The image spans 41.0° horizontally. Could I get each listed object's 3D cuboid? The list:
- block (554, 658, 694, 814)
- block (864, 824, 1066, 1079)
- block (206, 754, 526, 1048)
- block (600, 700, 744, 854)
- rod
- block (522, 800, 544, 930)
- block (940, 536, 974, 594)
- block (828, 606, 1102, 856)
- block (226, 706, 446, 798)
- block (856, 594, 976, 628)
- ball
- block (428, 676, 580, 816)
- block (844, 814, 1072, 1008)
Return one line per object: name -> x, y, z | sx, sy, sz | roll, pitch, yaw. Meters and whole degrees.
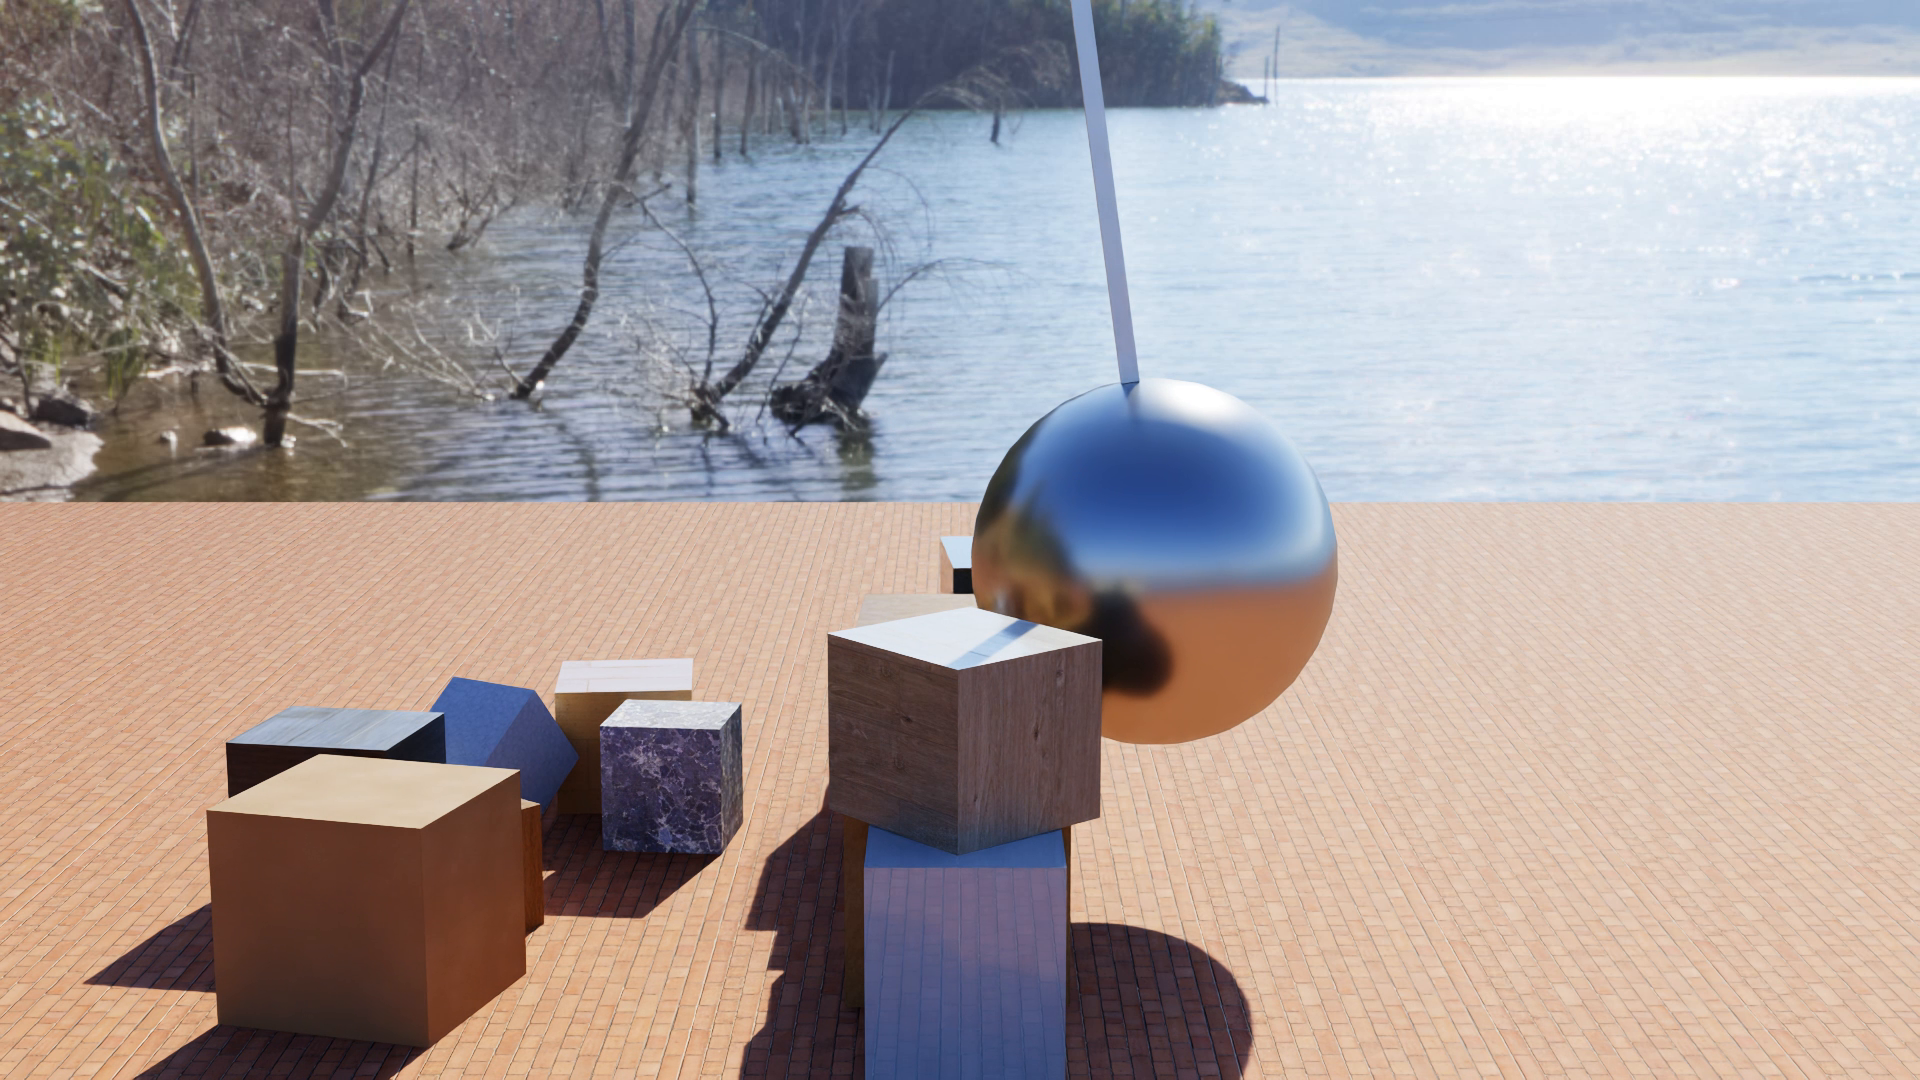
block -> -1.639, 0.957, 12.628 | 0.649, 0.599, 0.672 | -1, 10, -5
block -> 0.018, 1.459, 9.345 | 0.705, 0.785, 0.731 | 0, 10, 0
block -> -2.246, 1.354, 9.798 | 0.874, 0.831, 0.820 | 3, 11, 16
block -> -1.332, 1.093, 11.913 | 0.554, 0.586, 0.504 | 1, 10, 6
rod -> 0.366, -3.217, 10.595 | 0.080, 5.200, 0.080 | -8, 10, 1
block -> -2.139, 1.359, 10.639 | 0.547, 0.518, 0.590 | 9, 13, 39
block -> 0.339, 0.492, 14.402 | 0.832, 0.879, 0.952 | -1, 10, -5
block -> 0.015, 0.686, 9.483 | 0.695, 0.675, 0.739 | -9, 14, -40
block -> -2.720, 1.158, 11.269 | 0.727, 0.690, 0.658 | 2, 10, 10
block -> -0.023, 0.819, 12.469 | 0.929, 0.927, 1.017 | 0, 10, 1
ball -> 0.846, 0.095, 11.198 | 1.600, 1.600, 1.600 | 0, 10, 0
block -> -2.207, 1.018, 12.027 | 0.508, 0.493, 0.498 | 6, 50, 32
block -> -0.014, 1.315, 10.118 | 0.856, 0.793, 0.831 | 0, 10, -1
